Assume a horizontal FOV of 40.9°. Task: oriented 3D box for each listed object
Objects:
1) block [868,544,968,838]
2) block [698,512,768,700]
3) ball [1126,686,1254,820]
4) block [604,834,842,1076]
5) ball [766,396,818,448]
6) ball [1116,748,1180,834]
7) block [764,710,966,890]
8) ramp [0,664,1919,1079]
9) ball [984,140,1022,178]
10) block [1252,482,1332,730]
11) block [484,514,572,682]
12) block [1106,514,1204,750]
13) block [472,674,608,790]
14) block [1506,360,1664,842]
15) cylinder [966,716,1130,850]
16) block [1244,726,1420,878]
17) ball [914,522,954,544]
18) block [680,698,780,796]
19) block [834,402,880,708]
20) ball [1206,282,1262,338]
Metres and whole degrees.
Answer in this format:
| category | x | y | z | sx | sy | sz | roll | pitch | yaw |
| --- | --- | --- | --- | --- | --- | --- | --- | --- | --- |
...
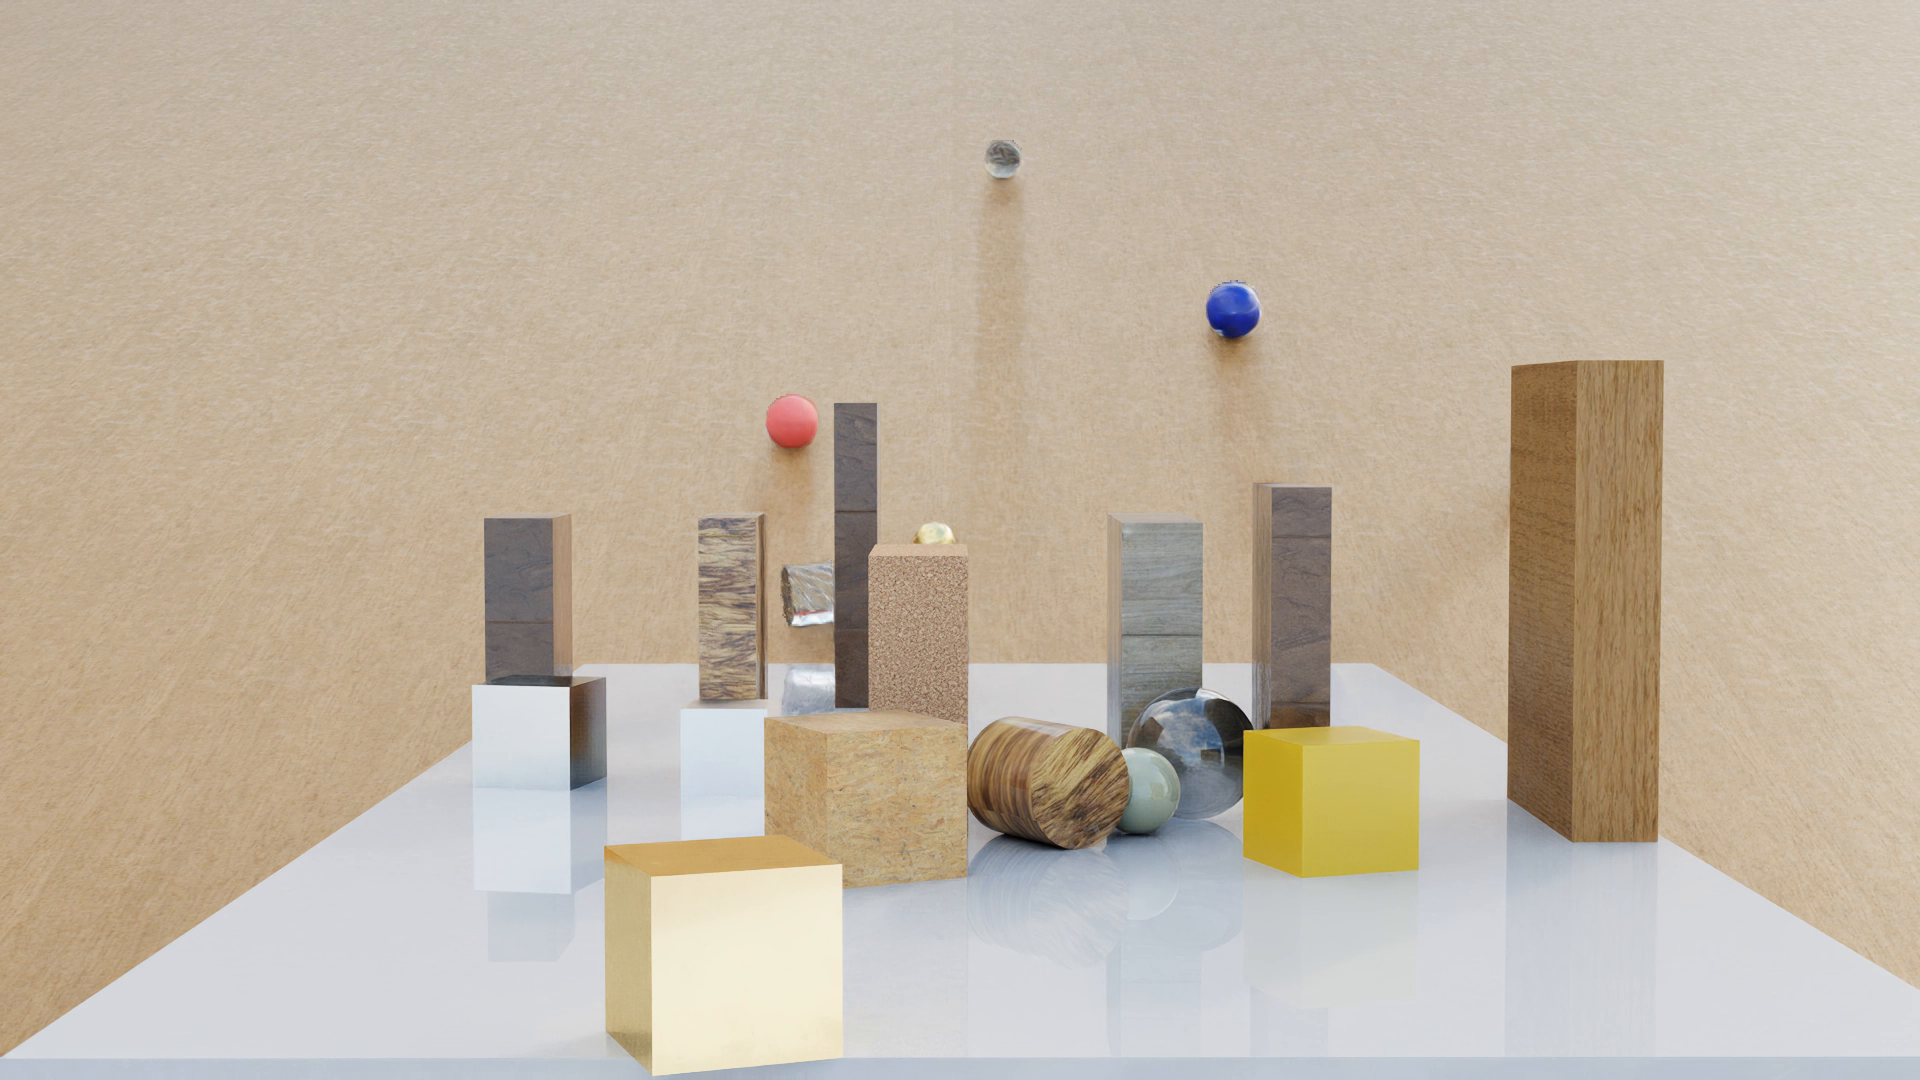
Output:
| category | x | y | z | sx | sy | sz | roll | pitch | yaw |
| --- | --- | --- | --- | --- | --- | --- | --- | --- | --- |
| block | -0.062 | 0.226 | 4.010 | 0.149 | 0.422 | 0.340 | 0 | 3 | 0 |
| block | -0.398 | 0.183 | 4.544 | 0.098 | 0.456 | 0.284 | 0 | 3 | 0 |
| ball | 0.362 | 0.333 | 4.012 | 0.207 | 0.207 | 0.207 | 0 | 22 | 0 |
| block | -0.240 | 0.411 | 2.582 | 0.192 | 0.192 | 0.192 | -1 | 3 | -21 |
| ball | -0.539 | -0.377 | 8.264 | 0.169 | 0.169 | 0.169 | 0 | 22 | 0 |
| ball | 0.267 | 0.378 | 3.880 | 0.131 | 0.131 | 0.131 | 0 | 22 | 0 |
| block | -0.132 | 0.355 | 3.557 | 0.210 | 0.210 | 0.210 | -2 | 3 | -28 |
| ramp | 0.051 | 0.462 | 4.533 | 2.000 | 0.100 | 4.000 | 0 | 3 | 0 |
| ball | 0.191 | -1.710 | 11.560 | 0.168 | 0.168 | 0.168 | 0 | 22 | 0 |
| block | 0.511 | 0.176 | 3.981 | 0.090 | 0.523 | 0.245 | 0 | 3 | 0 |
| block | -0.853 | 0.168 | 5.098 | 0.133 | 0.432 | 0.244 | 0 | 3 | 0 |
| block | 0.322 | 0.192 | 4.306 | 0.129 | 0.460 | 0.394 | 0 | 3 | 0 |
| block | -0.722 | 0.330 | 4.426 | 0.175 | 0.175 | 0.175 | 1 | 3 | 13 |
| block | 0.968 | 0.081 | 4.008 | 0.127 | 0.711 | 0.447 | 0 | 3 | 0 |
| cylinder | 0.126 | 0.358 | 3.815 | 0.177 | 0.177 | 0.177 | -15 | 10 | -32 |
| block | 0.521 | 0.365 | 3.622 | 0.181 | 0.181 | 0.181 | -1 | 3 | -20 |
| ball | -0.073 | 0.006 | 7.384 | 0.117 | 0.117 | 0.117 | 0 | 22 | 0 |
| block | -0.386 | 0.349 | 4.333 | 0.146 | 0.146 | 0.146 | 0 | 3 | 4 |
| block | -0.224 | 0.027 | 5.663 | 0.092 | 0.657 | 0.271 | 0 | 3 | 0 |
| ball | 0.994 | -0.835 | 9.353 | 0.201 | 0.201 | 0.201 | 0 | 22 | 0 |
